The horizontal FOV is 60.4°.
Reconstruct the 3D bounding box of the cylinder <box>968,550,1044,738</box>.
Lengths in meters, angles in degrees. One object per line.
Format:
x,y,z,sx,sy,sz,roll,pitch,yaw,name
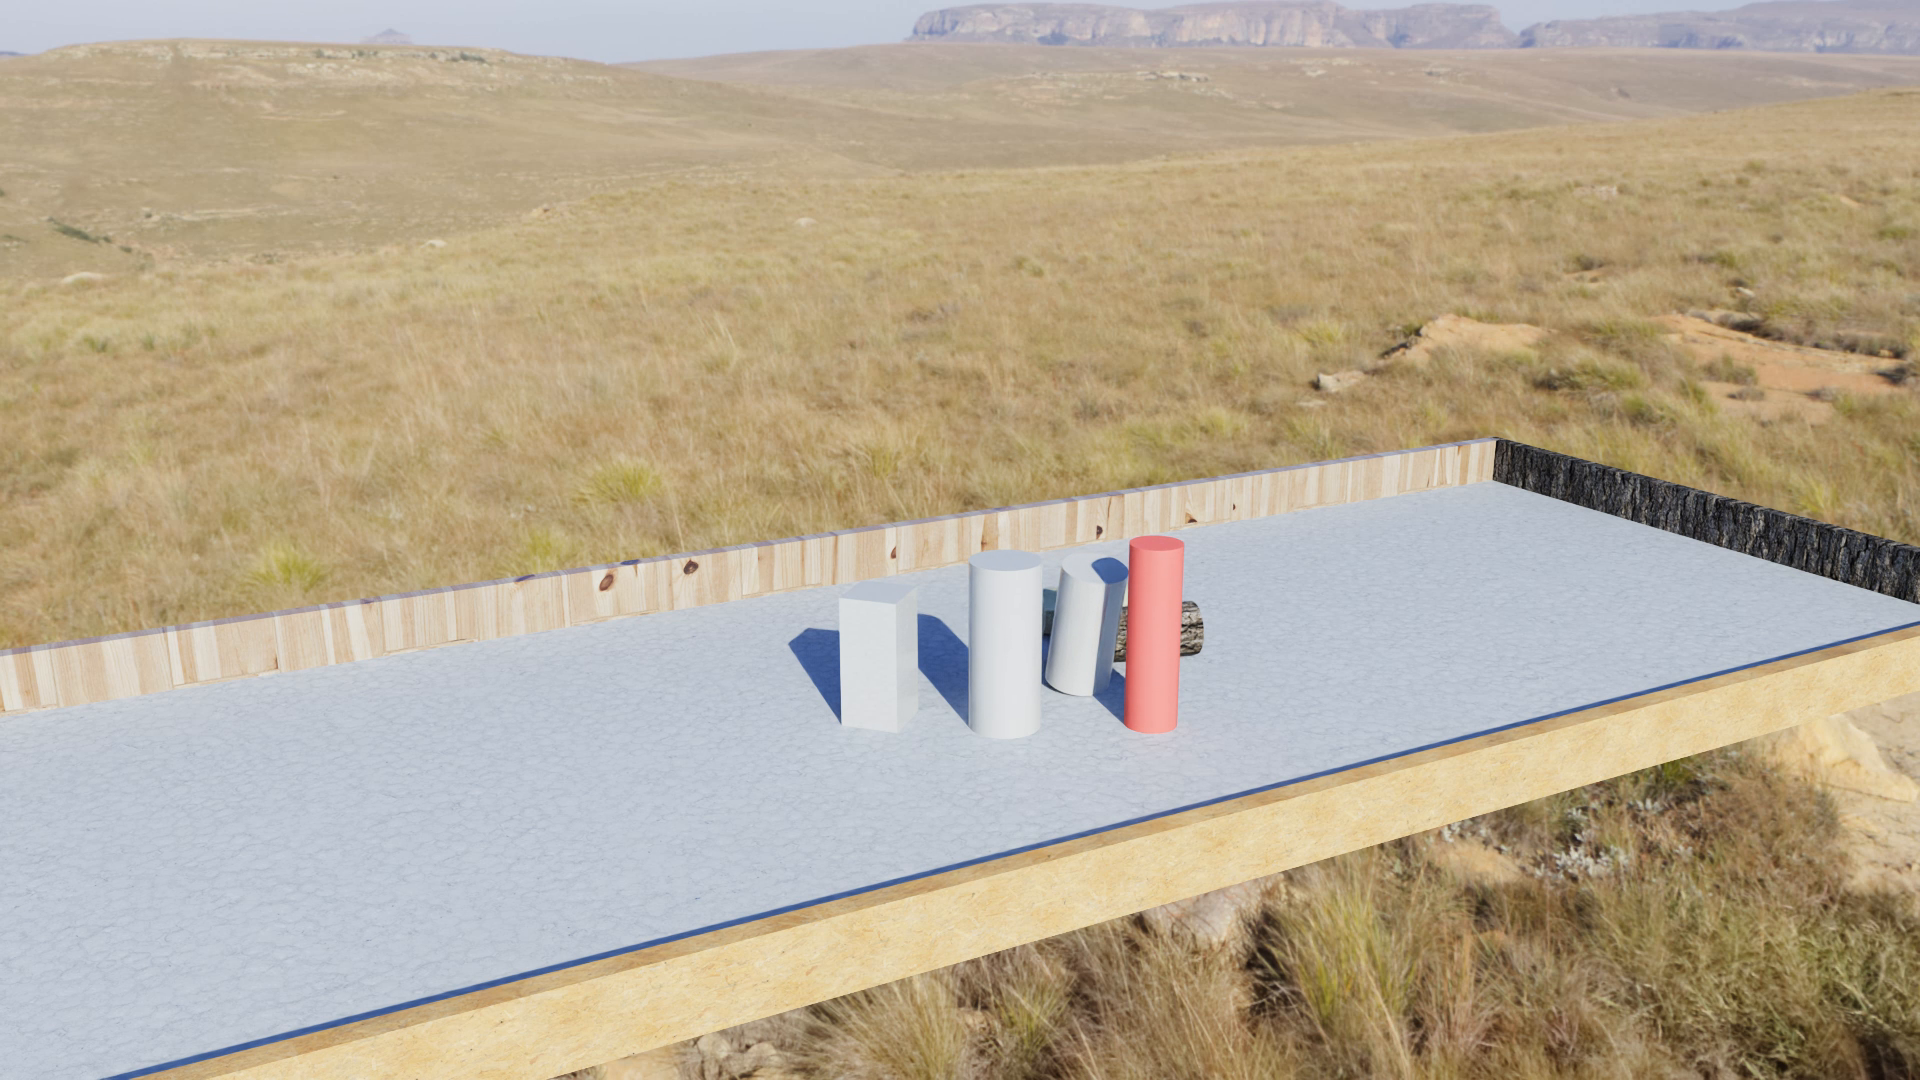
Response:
0.105,0.240,3.822,0.171,0.404,0.171,0,16,0,cylinder

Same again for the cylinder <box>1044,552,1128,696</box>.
0.309,0.207,4.049,0.163,0.313,0.163,5,26,-3,cylinder

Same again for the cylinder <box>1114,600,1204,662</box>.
0.436,0.242,4.281,0.364,0.141,0.141,-4,17,-14,cylinder

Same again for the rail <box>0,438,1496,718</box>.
-3.305,0.497,3.399,12.000,0.150,0.050,-9,18,-27,rail

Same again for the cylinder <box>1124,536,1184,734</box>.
0.449,0.219,3.822,0.125,0.443,0.125,0,16,0,cylinder

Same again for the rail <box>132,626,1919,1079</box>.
-2.336,1.006,1.665,12.000,0.150,0.050,-9,18,-27,rail

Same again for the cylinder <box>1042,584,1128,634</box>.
0.382,0.182,4.514,0.342,0.125,0.125,-4,17,-13,cylinder

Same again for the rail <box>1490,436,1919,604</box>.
2.466,-0.048,5.253,0.050,0.150,2.100,-9,18,-27,rail

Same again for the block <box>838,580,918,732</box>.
-0.189,0.272,3.871,0.140,0.315,0.140,5,17,18,block
